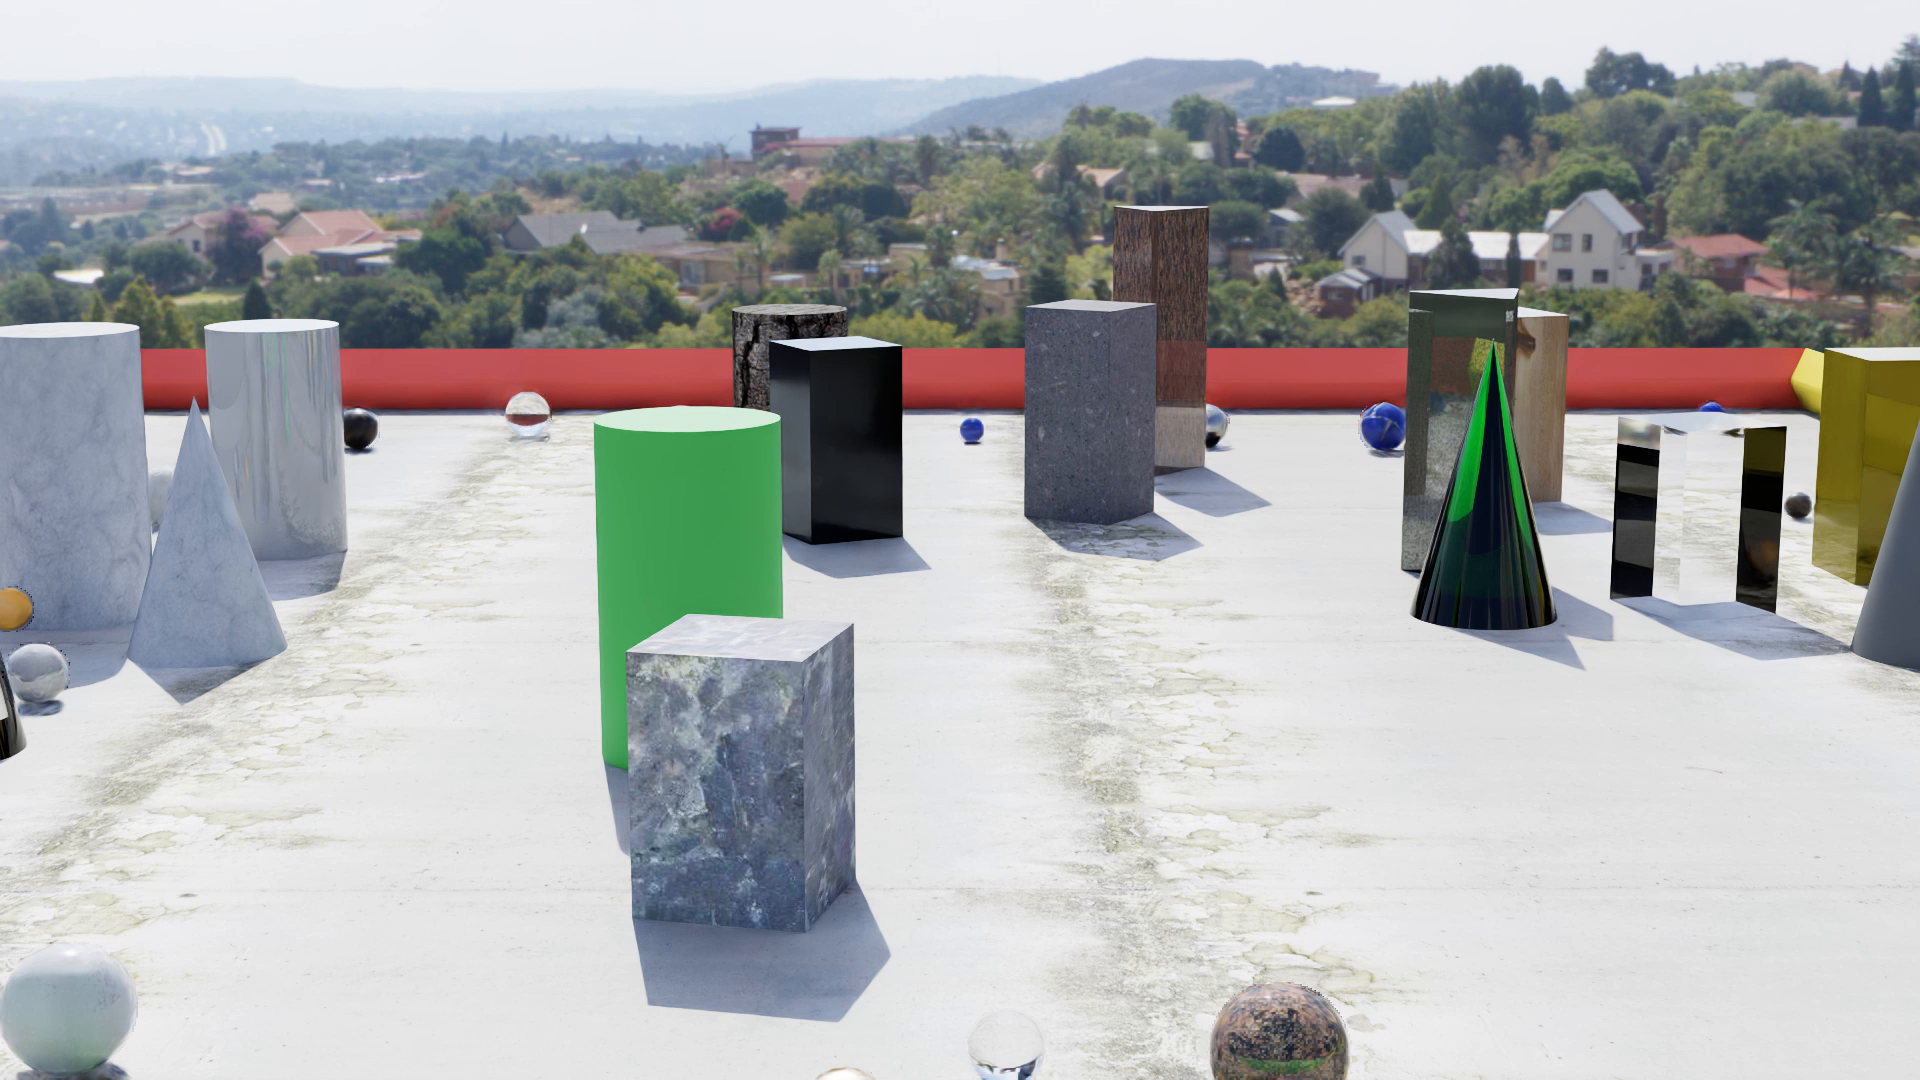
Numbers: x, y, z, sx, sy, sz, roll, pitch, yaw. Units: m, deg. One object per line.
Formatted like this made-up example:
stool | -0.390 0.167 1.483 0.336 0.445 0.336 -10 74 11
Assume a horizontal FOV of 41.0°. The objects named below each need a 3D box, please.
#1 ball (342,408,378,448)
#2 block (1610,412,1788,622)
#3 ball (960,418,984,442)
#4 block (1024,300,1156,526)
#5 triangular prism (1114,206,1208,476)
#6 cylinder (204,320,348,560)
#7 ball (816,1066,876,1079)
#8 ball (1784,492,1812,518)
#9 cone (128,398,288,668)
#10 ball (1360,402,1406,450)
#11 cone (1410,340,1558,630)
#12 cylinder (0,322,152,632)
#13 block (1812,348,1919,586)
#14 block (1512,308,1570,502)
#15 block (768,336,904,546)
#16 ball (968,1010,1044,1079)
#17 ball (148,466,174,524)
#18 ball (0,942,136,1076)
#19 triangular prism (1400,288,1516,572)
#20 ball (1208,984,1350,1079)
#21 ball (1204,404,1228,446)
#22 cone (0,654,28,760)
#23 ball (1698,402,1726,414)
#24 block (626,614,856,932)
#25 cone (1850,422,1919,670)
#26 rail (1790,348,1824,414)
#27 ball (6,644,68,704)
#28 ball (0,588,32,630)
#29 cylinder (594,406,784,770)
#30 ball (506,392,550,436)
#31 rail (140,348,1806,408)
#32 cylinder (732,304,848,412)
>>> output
ball | -1.154 -0.213 4.917 0.077 0.077 0.077 0 11 0
block | 0.996 -0.035 3.467 0.156 0.254 0.156 -4 11 -19
ball | 0.024 -0.215 5.003 0.049 0.049 0.049 0 11 0
block | 0.212 -0.211 4.177 0.156 0.342 0.156 7 12 31
triangular prism | 0.338 -0.365 4.653 0.147 0.473 0.169 8 13 38
cylinder | -1.032 -0.154 3.878 0.195 0.340 0.195 0 11 0
ball | -0.078 0.386 1.734 0.059 0.059 0.059 0 11 0
ball | 1.360 -0.056 4.161 0.043 0.043 0.043 0 11 0
cone | -0.947 -0.020 3.201 0.195 0.323 0.195 0 11 0
ball | 0.809 -0.216 4.890 0.092 0.092 0.092 0 11 0
cone | 0.701 -0.083 3.406 0.195 0.371 0.195 0 11 0
cylinder | -1.179 -0.088 3.400 0.195 0.383 0.195 0 11 0
block | 1.340 -0.108 3.686 0.156 0.320 0.156 -1 11 -4
block | 0.917 -0.229 4.352 0.156 0.314 0.156 -3 11 -18
block | -0.194 -0.158 4.012 0.156 0.299 0.156 -5 12 -27
ball | 0.034 0.367 1.850 0.055 0.055 0.055 0 11 0
ball | -1.273 -0.072 4.113 0.092 0.092 0.092 0 11 0
ball | -0.652 0.342 1.873 0.096 0.096 0.096 0 11 0
triangular prism | 0.755 -0.155 3.703 0.169 0.406 0.147 10 15 44
ball | 0.222 0.358 1.783 0.098 0.098 0.098 0 11 0
ball | 0.478 -0.222 4.958 0.080 0.080 0.080 0 11 0
cone | -1.106 -0.005 2.714 0.195 0.472 0.195 0 11 0
ball | 1.517 -0.251 5.182 0.055 0.055 0.055 0 11 0
block | -0.189 0.200 2.251 0.156 0.236 0.156 3 11 13
cone | 1.217 -0.079 3.171 0.195 0.451 0.195 0 11 0
rail | 1.801 0.031 3.459 0.045 0.127 4.157 0 11 0
ball | -1.065 0.154 2.960 0.069 0.069 0.069 0 11 0
ball | -1.226 0.089 3.312 0.053 0.053 0.053 0 11 0
cylinder | -0.286 0.050 2.721 0.195 0.360 0.195 0 11 0
ball | -0.856 -0.250 5.081 0.089 0.089 0.089 0 11 0
rail | -0.012 -0.342 5.469 3.649 0.127 0.045 0 11 0
cylinder | -0.288 -0.235 4.372 0.195 0.318 0.195 0 11 0
